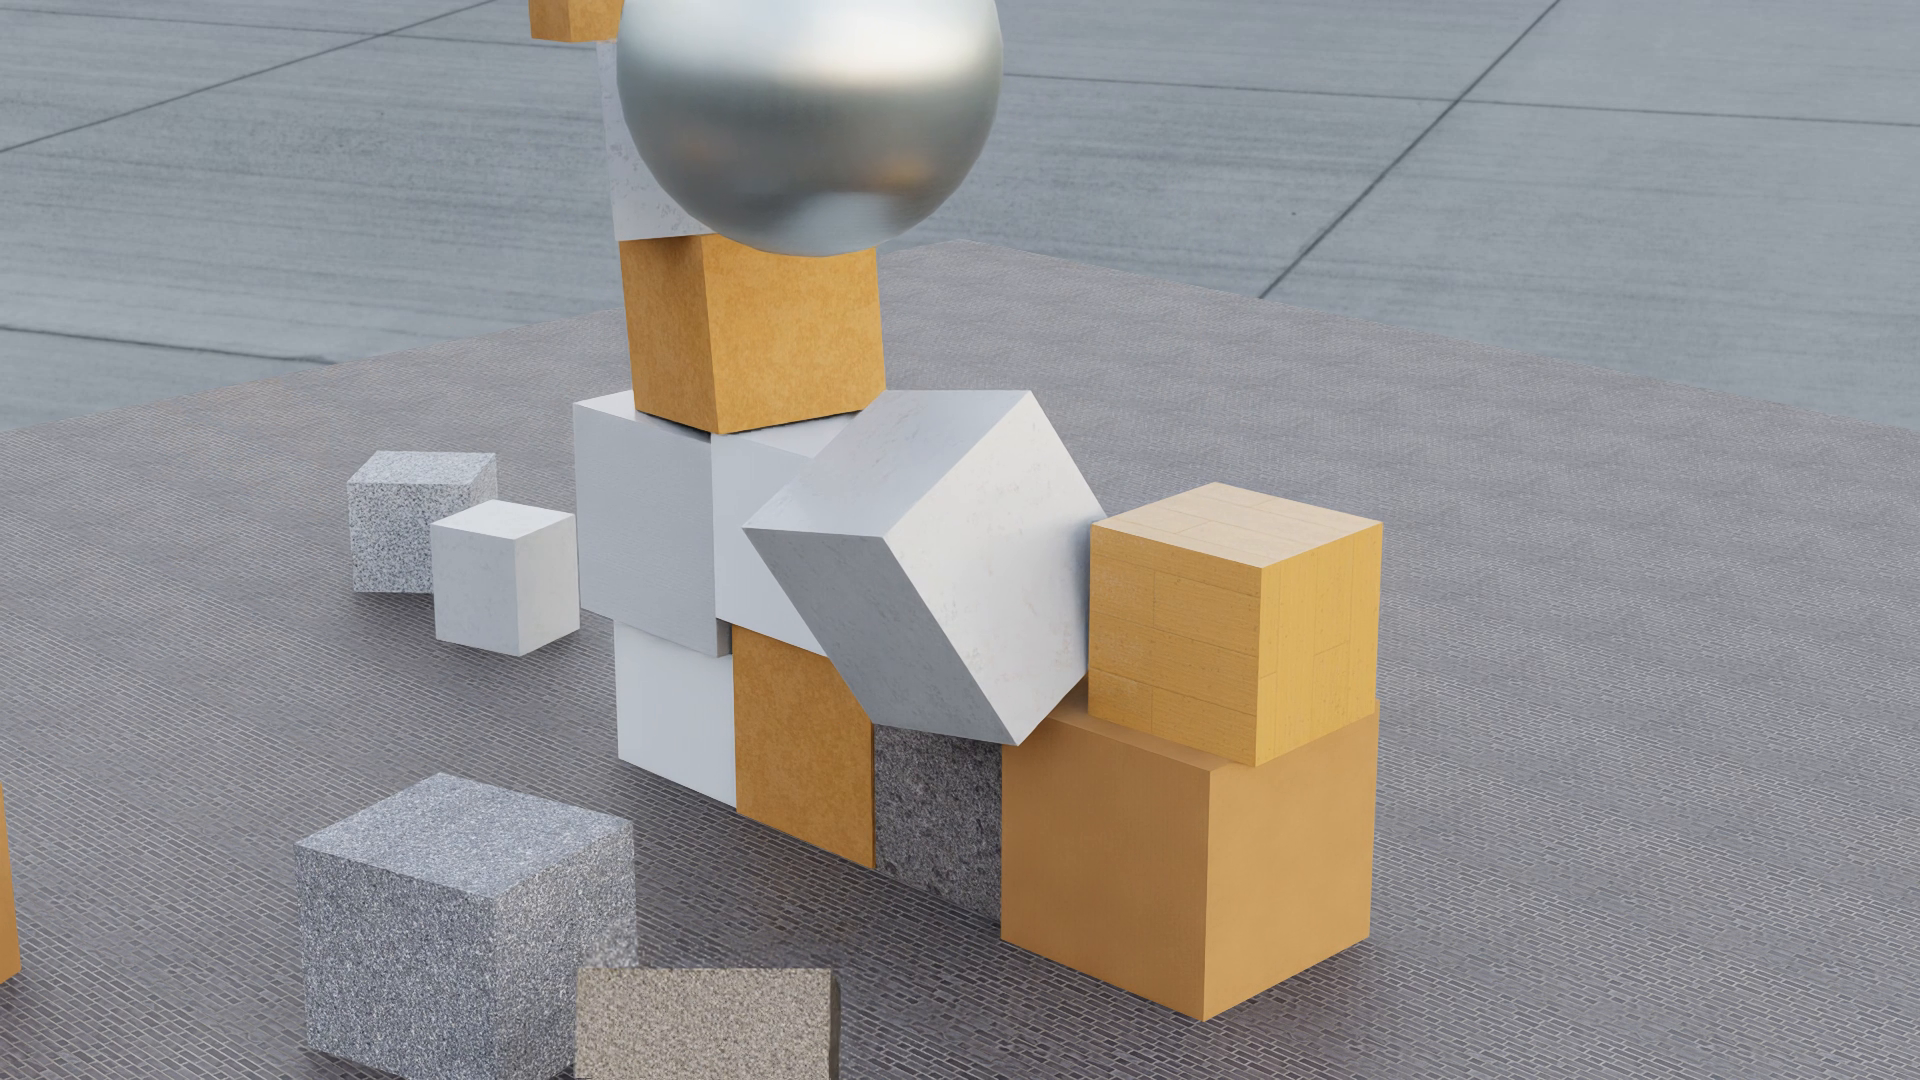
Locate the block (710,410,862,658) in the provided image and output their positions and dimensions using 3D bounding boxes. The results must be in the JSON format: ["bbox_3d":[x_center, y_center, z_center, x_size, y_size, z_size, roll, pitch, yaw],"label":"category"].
[{"bbox_3d":[-0.393,-0.073,13.715,1.075,0.924,1.081,-16,24,-42],"label":"block"}]

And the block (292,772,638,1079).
[{"bbox_3d":[-1.974,1.587,11.815,1.008,0.886,0.878,10,20,29],"label":"block"}]

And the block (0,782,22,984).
[{"bbox_3d":[-4.634,1.511,12.096,0.998,0.864,0.972,6,18,18],"label":"block"}]

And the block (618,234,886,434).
[{"bbox_3d":[-0.991,-1.079,13.923,0.885,0.912,0.928,-12,15,-29],"label":"block"}]

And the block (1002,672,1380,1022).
[{"bbox_3d":[0.985,1.211,12.647,1.141,1.106,1.137,16,24,42],"label":"block"}]

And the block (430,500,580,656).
[{"bbox_3d":[-2.564,0.208,16.546,0.591,0.682,0.553,10,20,28],"label":"block"}]

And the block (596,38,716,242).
[{"bbox_3d":[-1.222,-1.912,13.611,0.852,0.882,0.850,-6,13,-6],"label":"block"}]

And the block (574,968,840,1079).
[{"bbox_3d":[-0.890,1.942,10.472,0.881,0.750,0.720,0,-14,0],"label":"block"}]

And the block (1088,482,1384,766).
[{"bbox_3d":[1.142,0.330,12.208,0.875,0.839,0.831,15,23,40],"label":"block"}]

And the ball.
[{"bbox_3d":[-0.618,-1.966,12.076,1.600,1.600,1.600,0,17,0],"label":"ball"}]

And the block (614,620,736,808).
[{"bbox_3d":[-1.093,0.736,14.686,0.860,0.790,0.935,-16,24,-42],"label":"block"}]

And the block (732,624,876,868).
[{"bbox_3d":[-0.400,0.838,14.016,0.966,0.996,0.954,-17,24,-42],"label":"block"}]

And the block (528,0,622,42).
[{"bbox_3d":[-1.570,-2.693,13.695,0.768,0.644,0.685,-10,14,-22],"label":"block"}]

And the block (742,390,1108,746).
[{"bbox_3d":[-0.047,0.096,12.484,0.949,1.120,1.033,-45,27,-26],"label":"block"}]

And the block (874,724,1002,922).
[{"bbox_3d":[0.257,1.045,13.373,0.899,0.988,0.926,17,24,42],"label":"block"}]

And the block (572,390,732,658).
[{"bbox_3d":[-1.140,-0.168,14.483,1.076,1.055,1.052,-16,24,-42],"label":"block"}]

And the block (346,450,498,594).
[{"bbox_3d":[-3.204,-0.111,17.573,0.730,0.674,0.685,1,17,4],"label":"block"}]
